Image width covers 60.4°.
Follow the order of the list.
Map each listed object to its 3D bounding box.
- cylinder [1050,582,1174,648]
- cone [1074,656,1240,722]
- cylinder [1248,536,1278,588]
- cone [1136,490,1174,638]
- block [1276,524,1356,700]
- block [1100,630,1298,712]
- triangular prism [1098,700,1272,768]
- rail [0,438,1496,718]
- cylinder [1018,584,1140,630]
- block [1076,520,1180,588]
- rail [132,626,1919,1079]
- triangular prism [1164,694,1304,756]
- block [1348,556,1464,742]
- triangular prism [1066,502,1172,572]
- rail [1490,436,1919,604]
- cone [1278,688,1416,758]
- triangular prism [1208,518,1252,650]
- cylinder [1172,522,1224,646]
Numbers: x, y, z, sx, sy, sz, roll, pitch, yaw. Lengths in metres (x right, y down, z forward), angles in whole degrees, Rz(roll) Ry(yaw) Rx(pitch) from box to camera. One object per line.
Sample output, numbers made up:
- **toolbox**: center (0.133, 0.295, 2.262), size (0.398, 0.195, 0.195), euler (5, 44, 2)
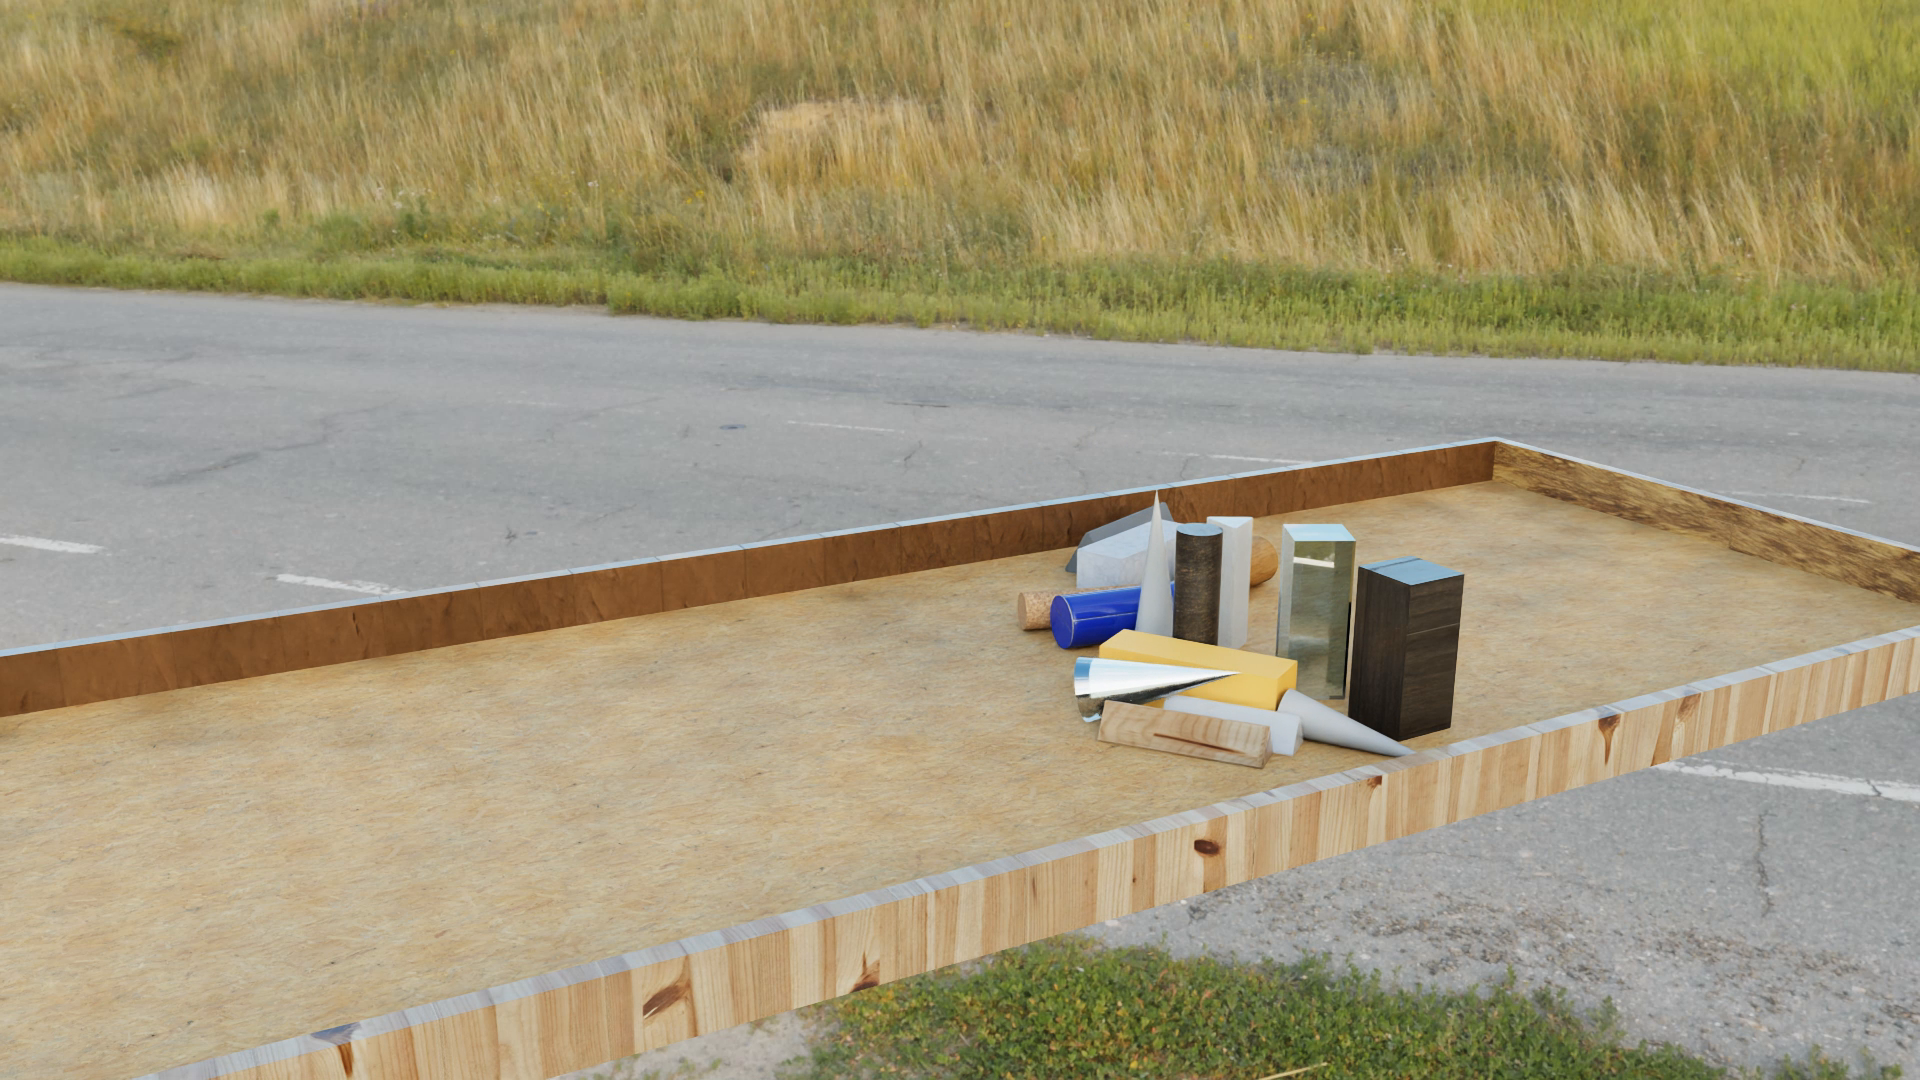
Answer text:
- **cylinder**: center (0.475, 0.195, 4.441), size (0.445, 0.142, 0.142), euler (-6, 17, -20)
- **cone**: center (0.468, 0.327, 3.825), size (0.374, 0.156, 0.156), euler (-8, 13, 19)
- **cylinder**: center (0.778, 0.090, 4.798), size (0.141, 0.141, 0.324), euler (14, 22, 40)
- **cone**: center (0.509, 0.080, 4.279), size (0.128, 0.449, 0.128), euler (-2, 17, 1)
- **block**: center (0.867, 0.176, 4.040), size (0.145, 0.404, 0.145), euler (0, 16, 0)
- **block**: center (0.567, 0.337, 3.961), size (0.449, 0.139, 0.139), euler (9, 19, 29)
- **triangular prism**: center (0.510, 0.430, 3.735), size (0.383, 0.083, 0.096), euler (7, 17, 23)
- **rail**: center (-3.305, 0.497, 3.399), size (12.000, 0.150, 0.050), euler (-9, 18, -27)
- **cylinder**: center (0.334, 0.185, 4.544), size (0.336, 0.103, 0.103), euler (-4, 17, -12)
- **block**: center (0.529, 0.067, 4.856), size (0.152, 0.152, 0.420), euler (13, 21, 38)
- **rail**: center (-2.336, 1.006, 1.665), size (12.000, 0.150, 0.050), euler (-9, 18, -27)
- **triangular prism**: center (0.624, 0.415, 3.792), size (0.316, 0.080, 0.093), euler (8, 18, 25)
- **block**: center (1.034, 0.250, 3.835), size (0.167, 0.378, 0.167), euler (-9, 19, -29)
- **triangular prism**: center (0.518, -0.009, 5.137), size (0.153, 0.132, 0.449), euler (12, 20, 36)
- **rail**: center (2.466, -0.048, 5.253), size (0.050, 0.150, 2.100), euler (-9, 18, -27)
- **cone**: center (0.914, 0.449, 3.731), size (0.387, 0.109, 0.109), euler (18, 23, 27)
- **triangular prism**: center (0.692, 0.114, 4.350), size (0.102, 0.348, 0.118), euler (10, 19, 30)
- **cylinder**: center (0.586, 0.165, 4.084), size (0.114, 0.399, 0.114), euler (0, 16, 0)
